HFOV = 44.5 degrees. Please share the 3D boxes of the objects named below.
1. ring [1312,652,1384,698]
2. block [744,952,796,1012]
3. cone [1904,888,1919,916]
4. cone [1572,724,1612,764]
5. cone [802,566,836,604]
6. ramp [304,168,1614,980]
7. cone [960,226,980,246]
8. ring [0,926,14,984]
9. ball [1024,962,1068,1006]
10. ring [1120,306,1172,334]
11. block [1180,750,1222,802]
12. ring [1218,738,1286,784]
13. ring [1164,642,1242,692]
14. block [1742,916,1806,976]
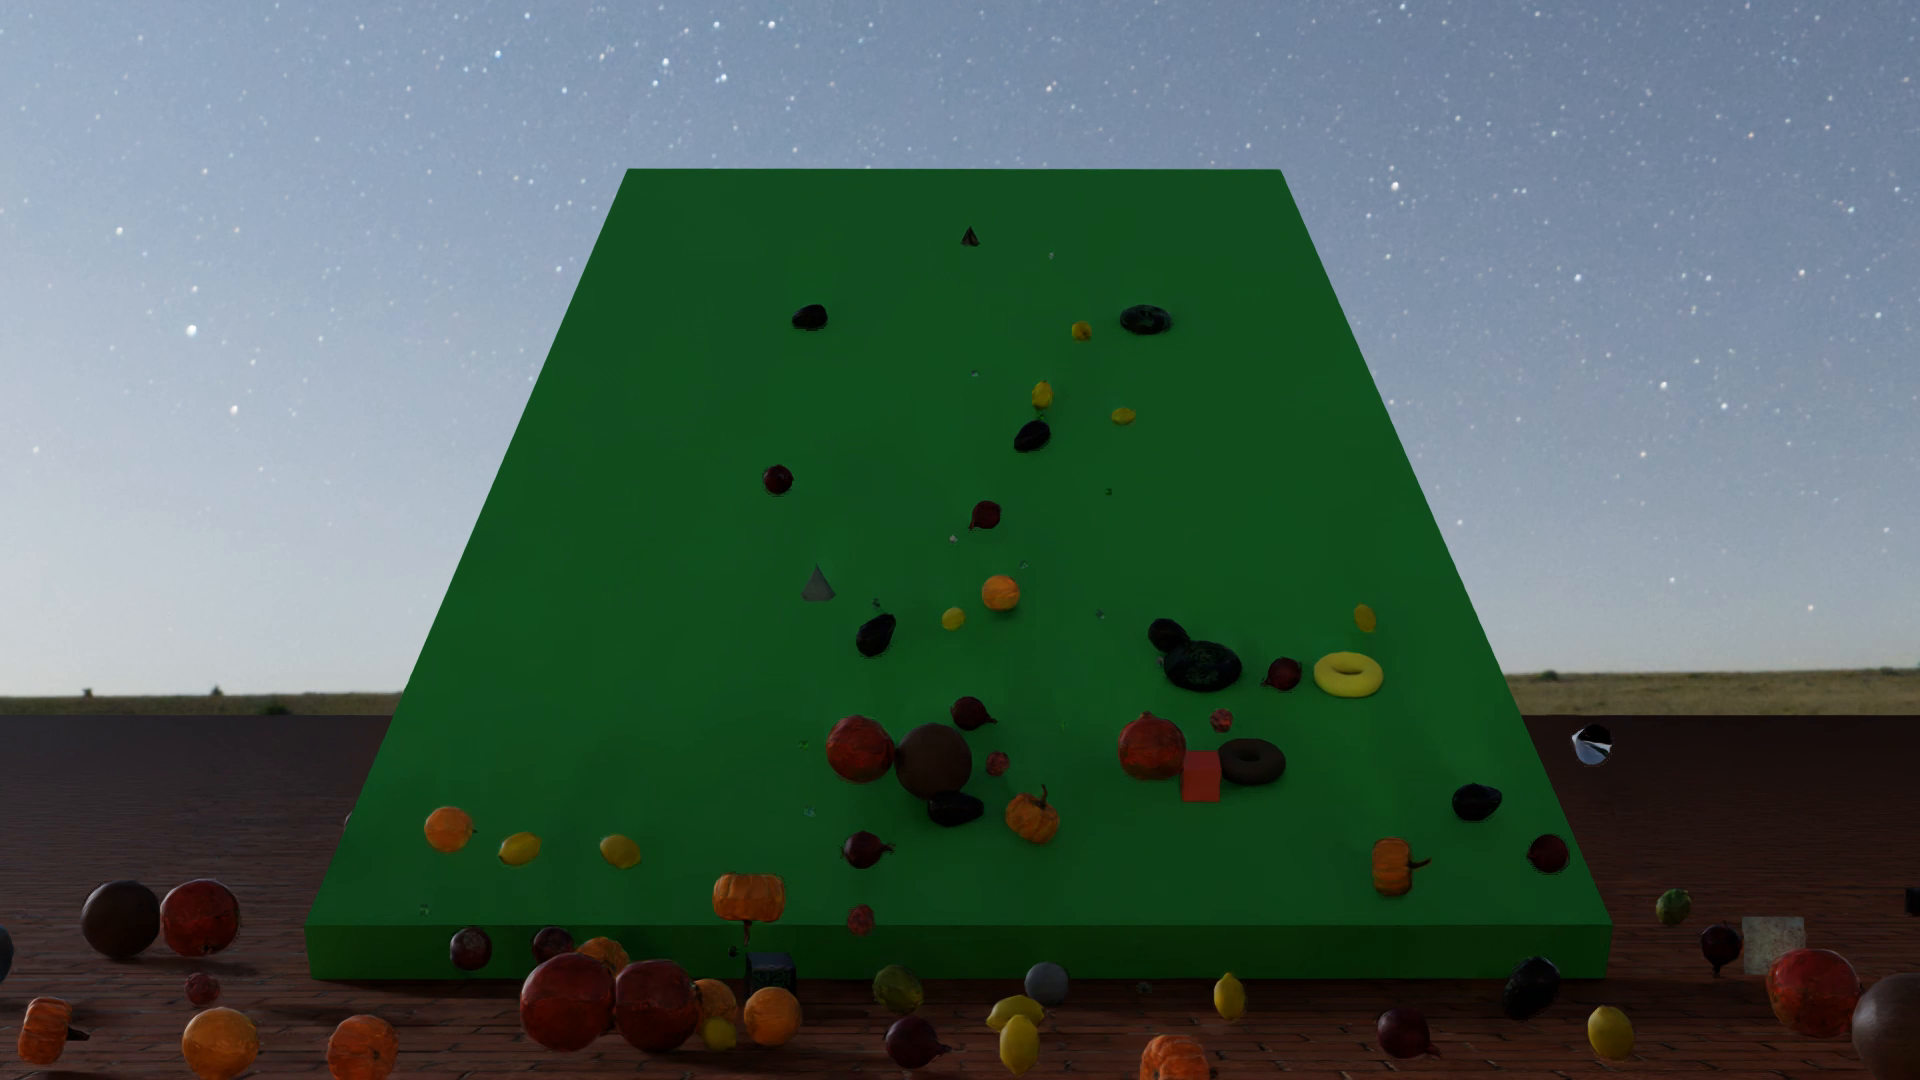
[{"bbox_3d":[0.704,0.244,4.264,0.127,0.042,0.127,0,27,0],"label":"ring"},{"bbox_3d":[-0.265,0.615,3.275,0.060,0.060,0.060,1,13,-16],"label":"block"},{"bbox_3d":[1.895,0.706,4.672,0.062,0.062,0.062,-5,-35,48],"label":"cone"},{"bbox_3d":[1.106,0.356,4.179,0.072,0.072,0.072,1,7,-18],"label":"cone"},{"bbox_3d":[-0.277,0.078,4.576,0.067,0.067,0.067,0,26,0],"label":"cone"},{"bbox_3d":[-0.009,-0.229,5.415,2.000,0.100,4.000,0,26,0],"label":"ramp"},{"bbox_3d":[0.028,-0.850,6.536,0.053,0.053,0.053,0,26,0],"label":"cone"},{"bbox_3d":[-1.400,0.600,3.350,0.038,0.114,0.114,11,1,24],"label":"ring"},{"bbox_3d":[0.122,0.624,3.302,0.062,0.062,0.062,0,-4,0],"label":"ball"},{"bbox_3d":[0.470,-0.557,5.938,0.131,0.044,0.131,1,25,-1],"label":"ring"},{"bbox_3d":[0.401,0.395,3.924,0.062,0.062,0.062,0,26,0],"label":"block"},{"bbox_3d":[0.492,0.376,3.990,0.121,0.040,0.121,0,24,0],"label":"ring"},{"bbox_3d":[0.442,0.230,4.286,0.143,0.048,0.143,-1,25,1],"label":"ring"},{"bbox_3d":[1.189,0.592,3.428,0.084,0.084,0.084,-3,-9,20],"label":"block"}]
